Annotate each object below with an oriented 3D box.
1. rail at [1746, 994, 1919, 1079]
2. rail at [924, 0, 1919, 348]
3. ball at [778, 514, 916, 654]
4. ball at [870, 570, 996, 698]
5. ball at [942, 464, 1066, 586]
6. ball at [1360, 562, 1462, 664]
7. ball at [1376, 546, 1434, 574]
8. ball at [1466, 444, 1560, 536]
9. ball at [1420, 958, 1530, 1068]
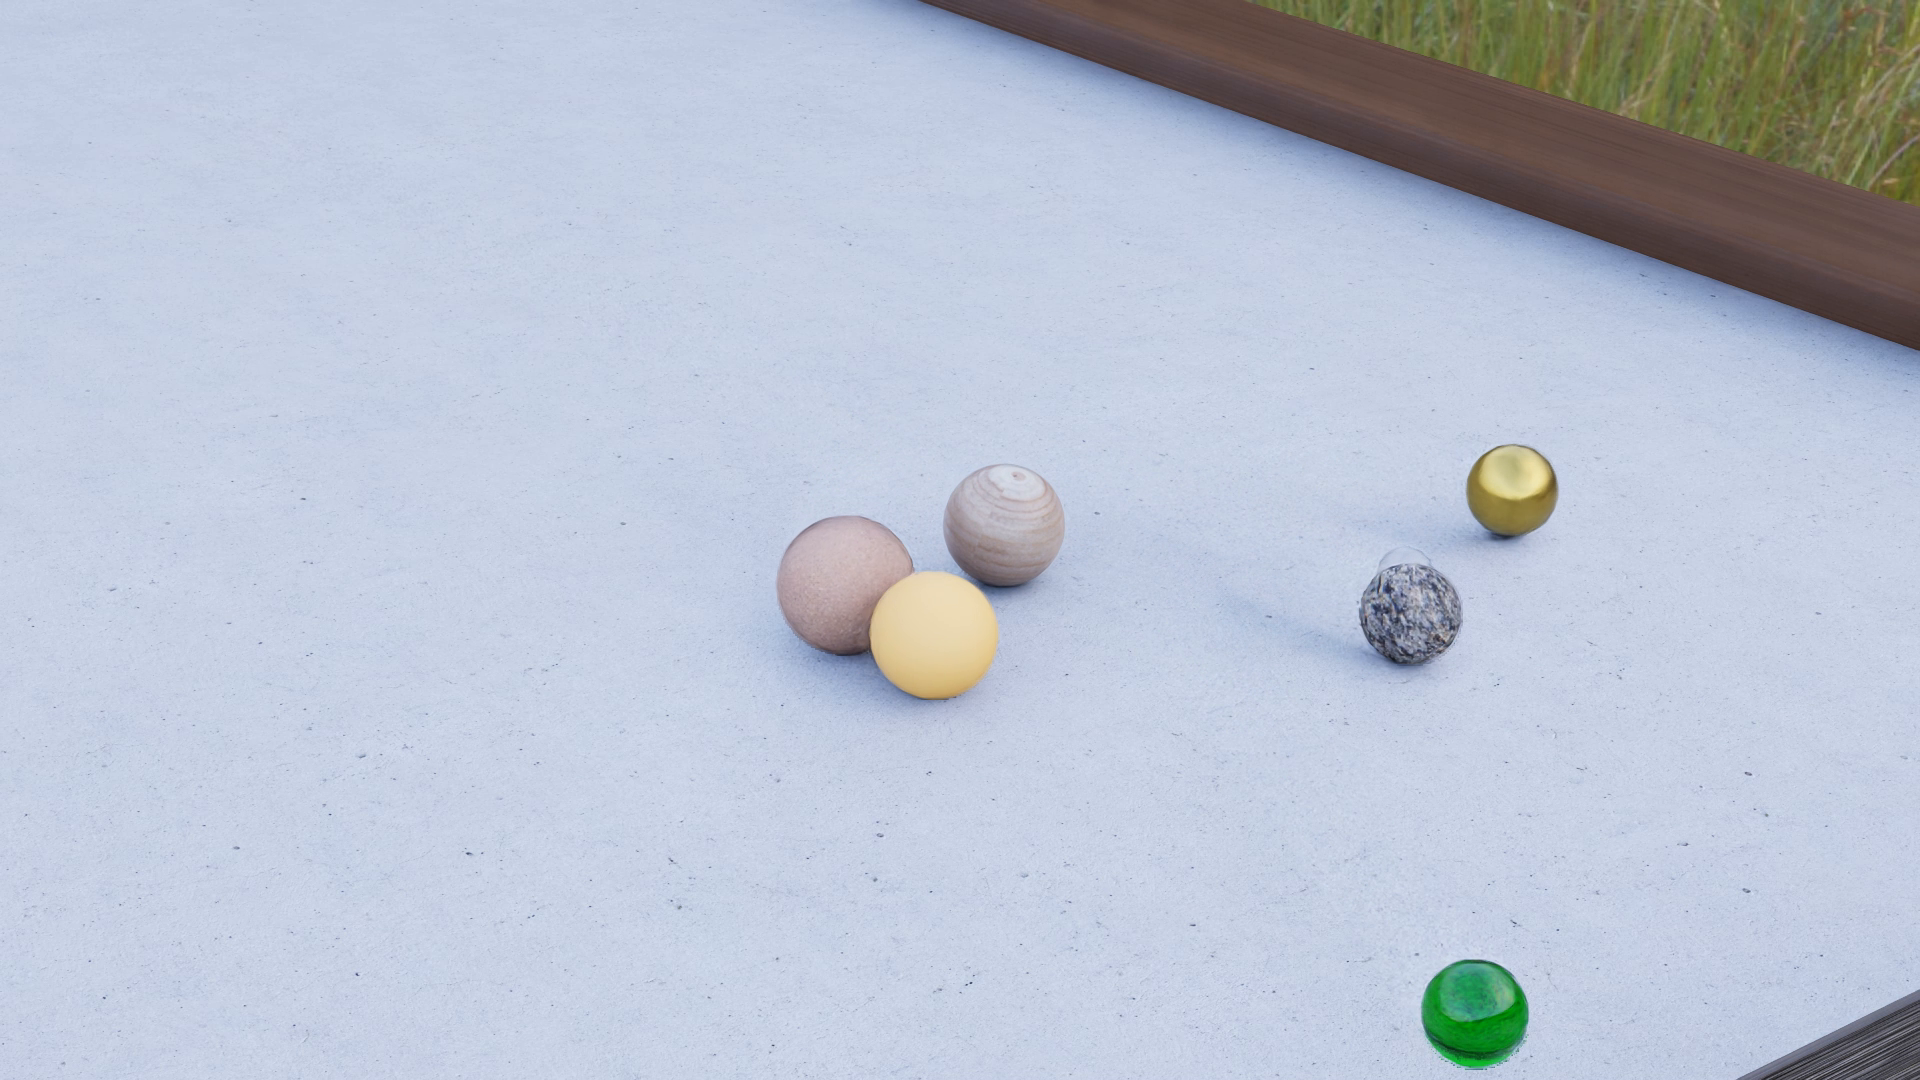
[{"bbox_3d":[0.505,0.269,1.543,2.021,0.130,0.045,-16,29,-32],"label":"rail"},{"bbox_3d":[0.287,-0.559,3.384,0.045,0.130,3.594,-16,29,-32],"label":"rail"},{"bbox_3d":[-0.081,0.032,2.109,0.100,0.100,0.100,0,24,0],"label":"ball"},{"bbox_3d":[-0.019,0.066,2.047,0.089,0.089,0.089,0,24,0],"label":"ball"},{"bbox_3d":[0.033,-0.011,2.214,0.092,0.092,0.092,0,24,0],"label":"ball"},{"bbox_3d":[0.321,0.052,2.097,0.072,0.072,0.072,0,24,0],"label":"ball"},{"bbox_3d":[0.332,0.026,2.192,0.042,0.042,0.042,0,24,0],"label":"ball"},{"bbox_3d":[0.432,-0.039,2.299,0.072,0.072,0.072,0,24,0],"label":"ball"},{"bbox_3d":[0.287,0.264,1.641,0.060,0.060,0.060,0,24,0],"label":"ball"}]
